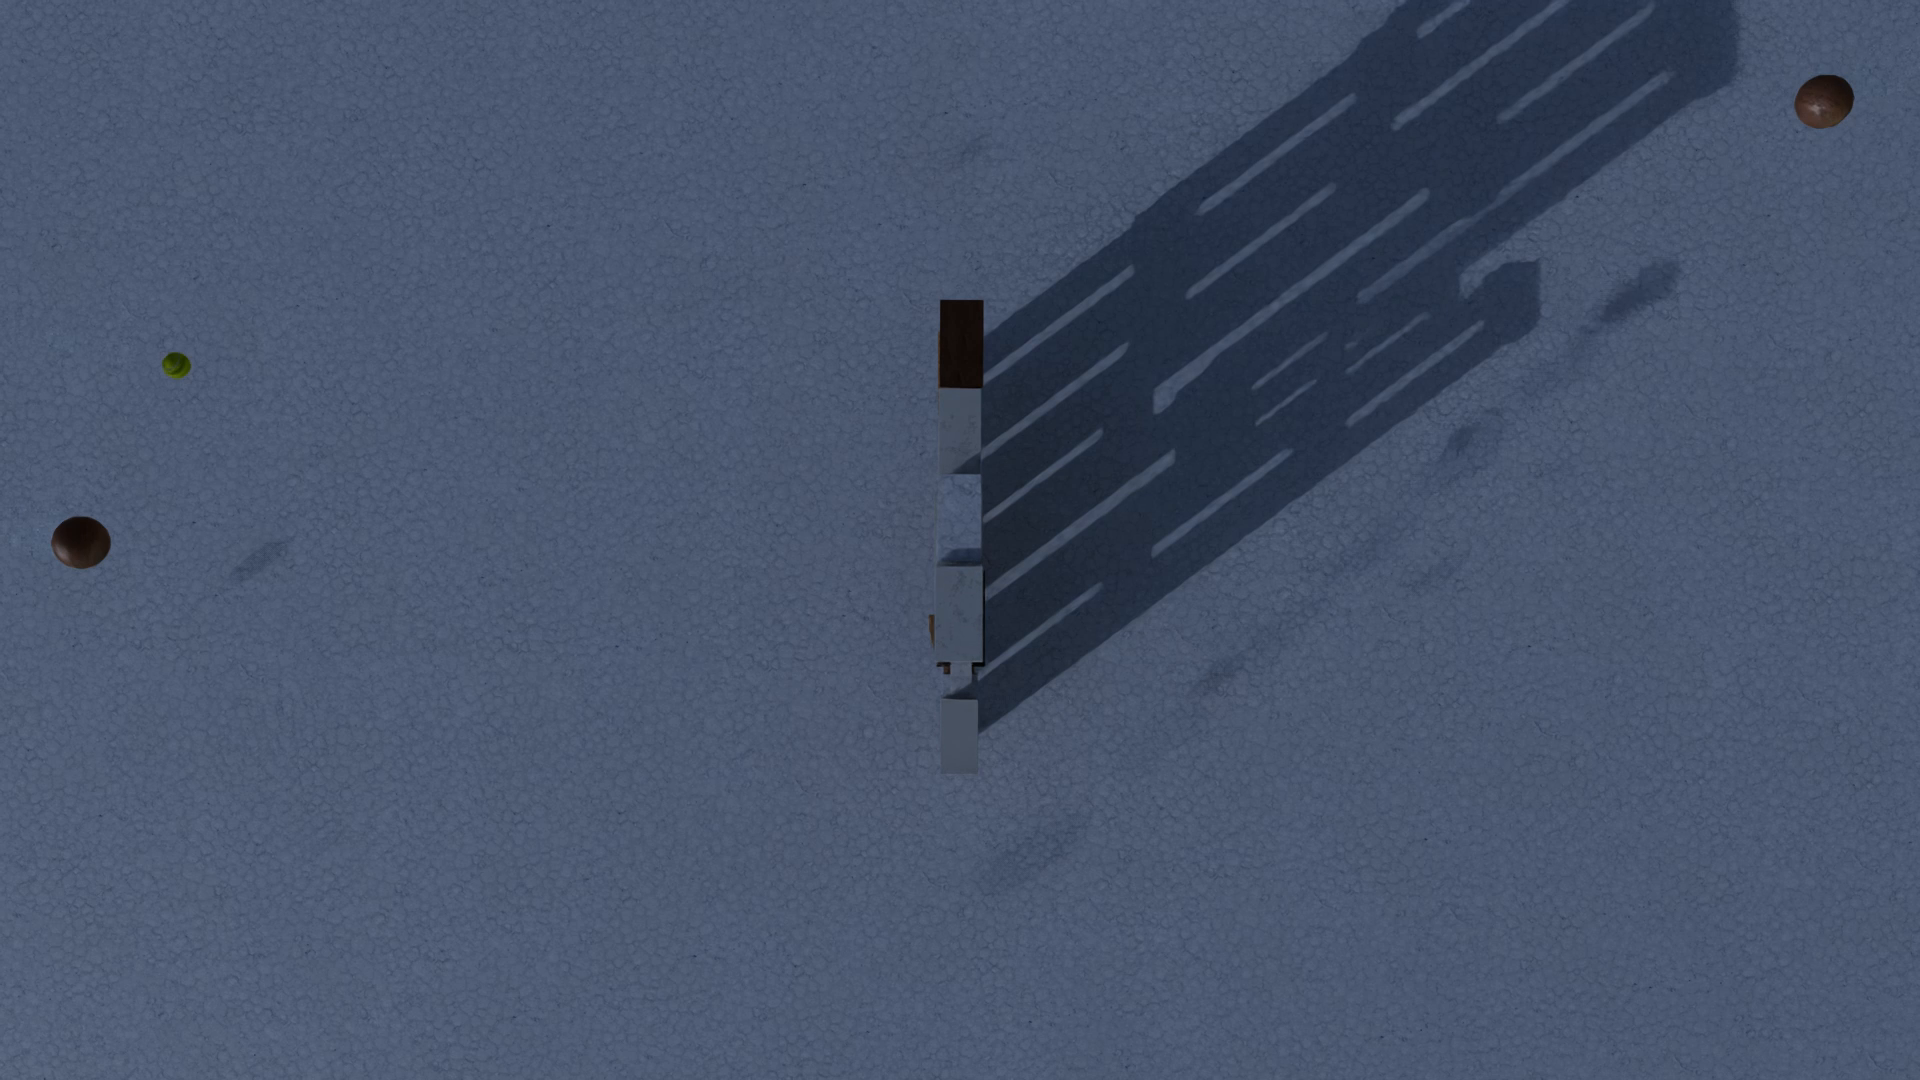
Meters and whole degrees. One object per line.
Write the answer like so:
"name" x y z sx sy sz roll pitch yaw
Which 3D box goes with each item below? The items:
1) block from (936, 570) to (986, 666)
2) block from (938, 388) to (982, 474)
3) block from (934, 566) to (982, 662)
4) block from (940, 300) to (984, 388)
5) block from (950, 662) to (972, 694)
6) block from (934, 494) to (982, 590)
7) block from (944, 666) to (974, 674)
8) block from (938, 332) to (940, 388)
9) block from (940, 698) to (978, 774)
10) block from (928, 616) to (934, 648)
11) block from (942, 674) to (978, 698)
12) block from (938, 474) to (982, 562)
"block" 0.003 0.245 5.176 0.151 0.043 0.302 0 90 0
"block" 0.000 -0.308 4.679 0.120 0.034 0.240 0 90 0
"block" -0.003 0.204 4.544 0.131 0.037 0.263 0 85 0
"block" 0.005 -0.556 4.674 0.122 0.035 0.245 0 90 0
"block" 0.003 0.395 4.884 0.063 0.018 0.126 0 90 0
"block" -0.005 0.004 4.855 0.140 0.040 0.280 0 90 0
"block" -0.003 0.501 5.287 0.099 0.028 0.199 0 90 0
"block" -0.004 -0.500 4.953 0.124 0.035 0.248 0 90 0
"block" -0.002 0.570 4.797 0.107 0.030 0.214 0 90 0
"block" -0.017 0.272 4.780 0.131 0.432 0.037 3 96 -3
"block" 0.001 0.516 5.042 0.108 0.031 0.216 0 90 0
"block" -0.001 -0.062 4.576 0.121 0.034 0.242 0 90 0
